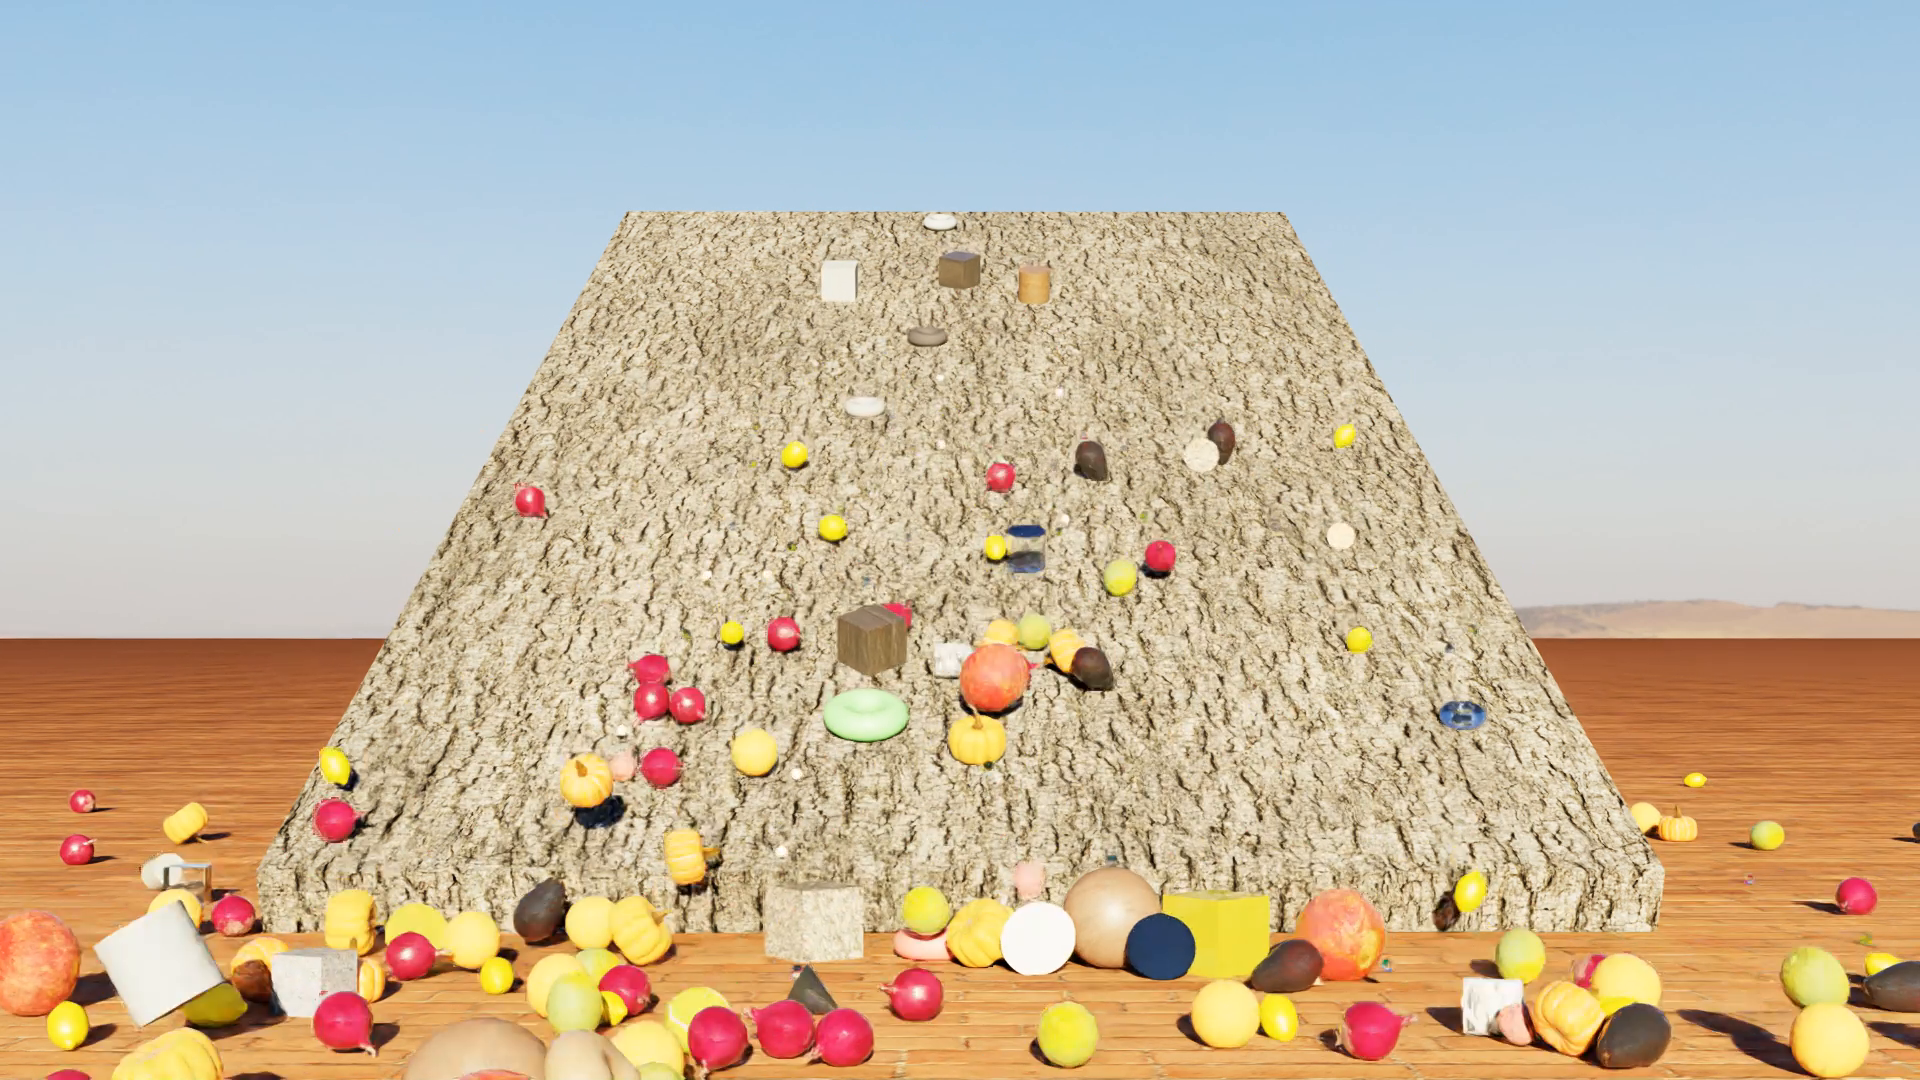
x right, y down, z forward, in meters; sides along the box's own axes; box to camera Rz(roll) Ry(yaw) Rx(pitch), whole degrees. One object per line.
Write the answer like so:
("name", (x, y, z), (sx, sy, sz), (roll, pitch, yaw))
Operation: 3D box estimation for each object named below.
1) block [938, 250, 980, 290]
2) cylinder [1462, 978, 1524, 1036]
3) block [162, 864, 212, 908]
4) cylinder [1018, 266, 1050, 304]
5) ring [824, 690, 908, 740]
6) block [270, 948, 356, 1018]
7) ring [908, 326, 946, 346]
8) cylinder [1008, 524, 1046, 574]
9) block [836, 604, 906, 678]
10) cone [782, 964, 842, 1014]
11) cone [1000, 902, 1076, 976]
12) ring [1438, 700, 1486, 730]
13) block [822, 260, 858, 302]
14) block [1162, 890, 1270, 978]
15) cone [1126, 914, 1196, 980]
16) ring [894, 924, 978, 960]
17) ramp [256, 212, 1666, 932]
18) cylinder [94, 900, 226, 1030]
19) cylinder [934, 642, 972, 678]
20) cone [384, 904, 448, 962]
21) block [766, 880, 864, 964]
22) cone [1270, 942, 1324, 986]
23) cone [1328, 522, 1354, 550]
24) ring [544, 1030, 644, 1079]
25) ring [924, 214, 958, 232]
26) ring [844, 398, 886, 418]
("block", (-0.001, -0.726, 6.166), (0.081, 0.081, 0.081), (14, 26, 32))
("cylinder", (0.570, 0.499, 2.446), (0.060, 0.060, 0.060), (-2, -3, 18))
("block", (-1.221, 0.546, 3.620), (0.061, 0.061, 0.061), (0, -2, -6))
("cylinder", (0.196, -0.671, 6.024), (0.083, 0.083, 0.083), (0, 22, 0))
("ring", (-0.151, 0.280, 3.669), (0.136, 0.045, 0.136), (1, 21, 0))
("block", (-0.734, 0.502, 2.601), (0.067, 0.067, 0.067), (-1, -2, 20))
("ring", (-0.082, -0.503, 5.667), (0.100, 0.033, 0.100), (1, 21, 0))
("cylinder", (0.125, 0.017, 4.298), (0.072, 0.072, 0.072), (0, 22, 0))
("block", (-0.150, 0.170, 3.893), (0.084, 0.084, 0.084), (-17, 28, -37))
("cone", (-0.158, 0.521, 2.585), (0.062, 0.062, 0.062), (27, 2, 9))
("cone", (0.111, 0.528, 2.936), (0.097, 0.097, 0.097), (-1, -29, 17))
("ring", (0.810, 0.283, 3.694), (0.076, 0.025, 0.076), (-1, 23, 0))
("block", (-0.317, -0.684, 6.048), (0.088, 0.088, 0.088), (1, 22, 3))
("block", (0.327, 0.501, 2.920), (0.096, 0.096, 0.096), (2, -3, -41))
("cone", (0.252, 0.528, 2.893), (0.087, 0.087, 0.087), (0, -29, 1))
("ring", (-0.032, 0.535, 3.043), (0.114, 0.038, 0.114), (0, -2, 0))
("ramp", (-0.006, -0.218, 5.128), (2.000, 0.100, 4.000), (0, 22, 0))
("cylinder", (-0.804, 0.426, 2.300), (0.094, 0.094, 0.094), (-30, -2, -1))
("cylinder", (-0.012, 0.202, 3.846), (0.059, 0.059, 0.059), (-1, -2, -2))
("cone", (-0.723, 0.535, 3.042), (0.080, 0.080, 0.080), (1, -29, -14))
("block", (-0.193, 0.507, 3.042), (0.094, 0.094, 0.094), (2, -3, -36))
("cone", (0.418, 0.530, 2.794), (0.060, 0.060, 0.060), (27, 6, 17))
("cone", (0.735, -0.005, 4.423), (0.052, 0.052, 0.052), (0, -5, 7))
("ring", (-0.269, 0.442, 1.770), (0.048, 0.144, 0.144), (-36, -1, -2))
("ring", (-0.058, -0.938, 6.766), (0.100, 0.033, 0.100), (1, 23, 0))
("ring", (-0.214, -0.298, 5.152), (0.092, 0.031, 0.092), (1, 20, 0))
